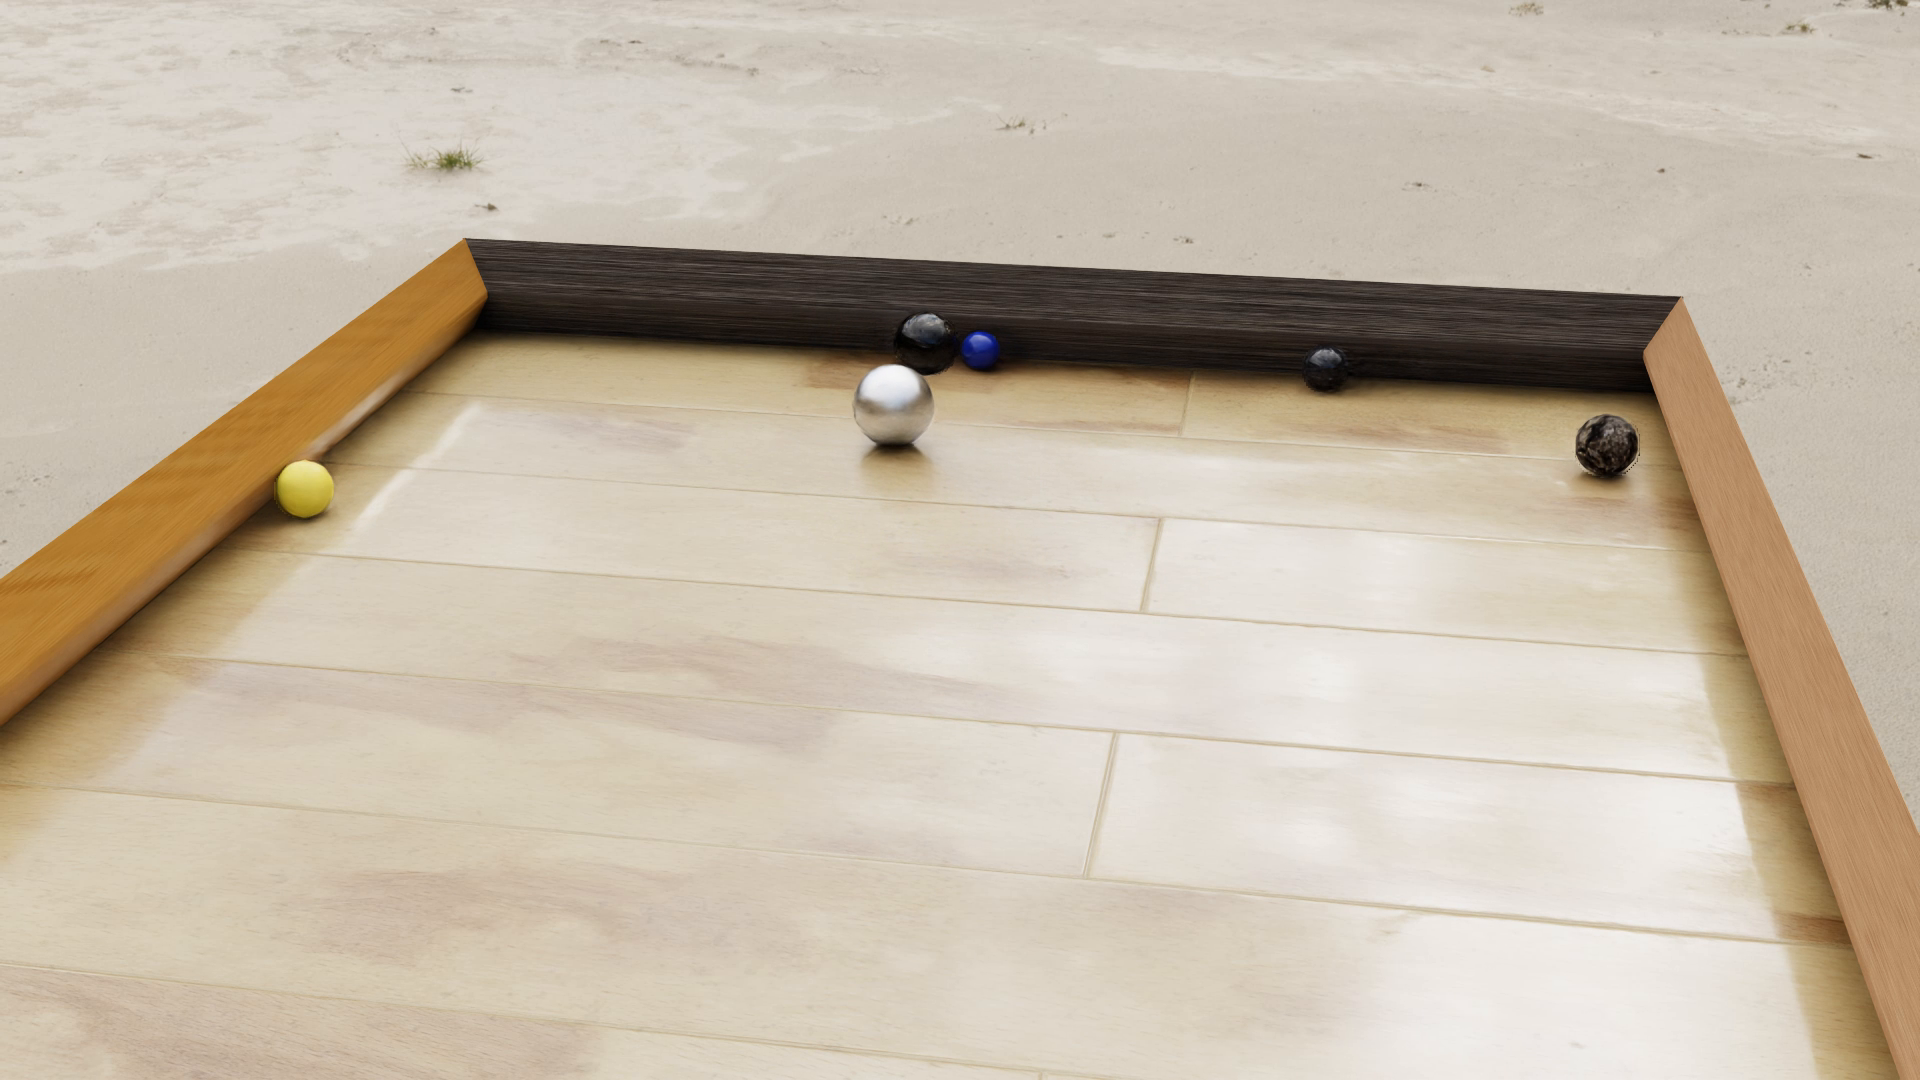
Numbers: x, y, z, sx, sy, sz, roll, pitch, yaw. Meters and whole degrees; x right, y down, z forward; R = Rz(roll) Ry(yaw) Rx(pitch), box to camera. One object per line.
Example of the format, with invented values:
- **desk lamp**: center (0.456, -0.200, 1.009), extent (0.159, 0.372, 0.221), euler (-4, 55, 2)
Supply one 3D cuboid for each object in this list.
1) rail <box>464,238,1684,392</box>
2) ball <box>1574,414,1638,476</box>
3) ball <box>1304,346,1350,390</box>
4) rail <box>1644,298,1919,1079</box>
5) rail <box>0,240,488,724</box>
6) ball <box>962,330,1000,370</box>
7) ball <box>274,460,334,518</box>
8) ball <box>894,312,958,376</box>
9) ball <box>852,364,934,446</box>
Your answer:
- **rail**: center (0.111, -0.291, 2.882), extent (1.606, 0.128, 0.045), euler (4, 24, 9)
- **ball**: center (0.747, -0.110, 2.543), extent (0.071, 0.071, 0.071), euler (0, 24, 0)
- **ball**: center (0.468, -0.219, 2.809), extent (0.058, 0.058, 0.058), euler (0, 24, 0)
- **rail**: center (0.654, 0.298, 1.538), extent (0.045, 0.128, 2.761), euler (4, 24, 9)
- **rail**: center (-0.883, 0.194, 1.775), extent (0.045, 0.128, 2.761), euler (4, 24, 9)
- **ball**: center (0.027, -0.249, 2.885), extent (0.051, 0.051, 0.051), euler (0, 24, 0)
- **ball**: center (-0.724, -0.056, 2.430), extent (0.063, 0.063, 0.063), euler (0, 24, 0)
- **ball**: center (-0.044, -0.256, 2.861), extent (0.083, 0.083, 0.083), euler (0, 24, 0)
- **ball**: center (-0.079, -0.160, 2.623), extent (0.098, 0.098, 0.098), euler (0, 24, 0)
